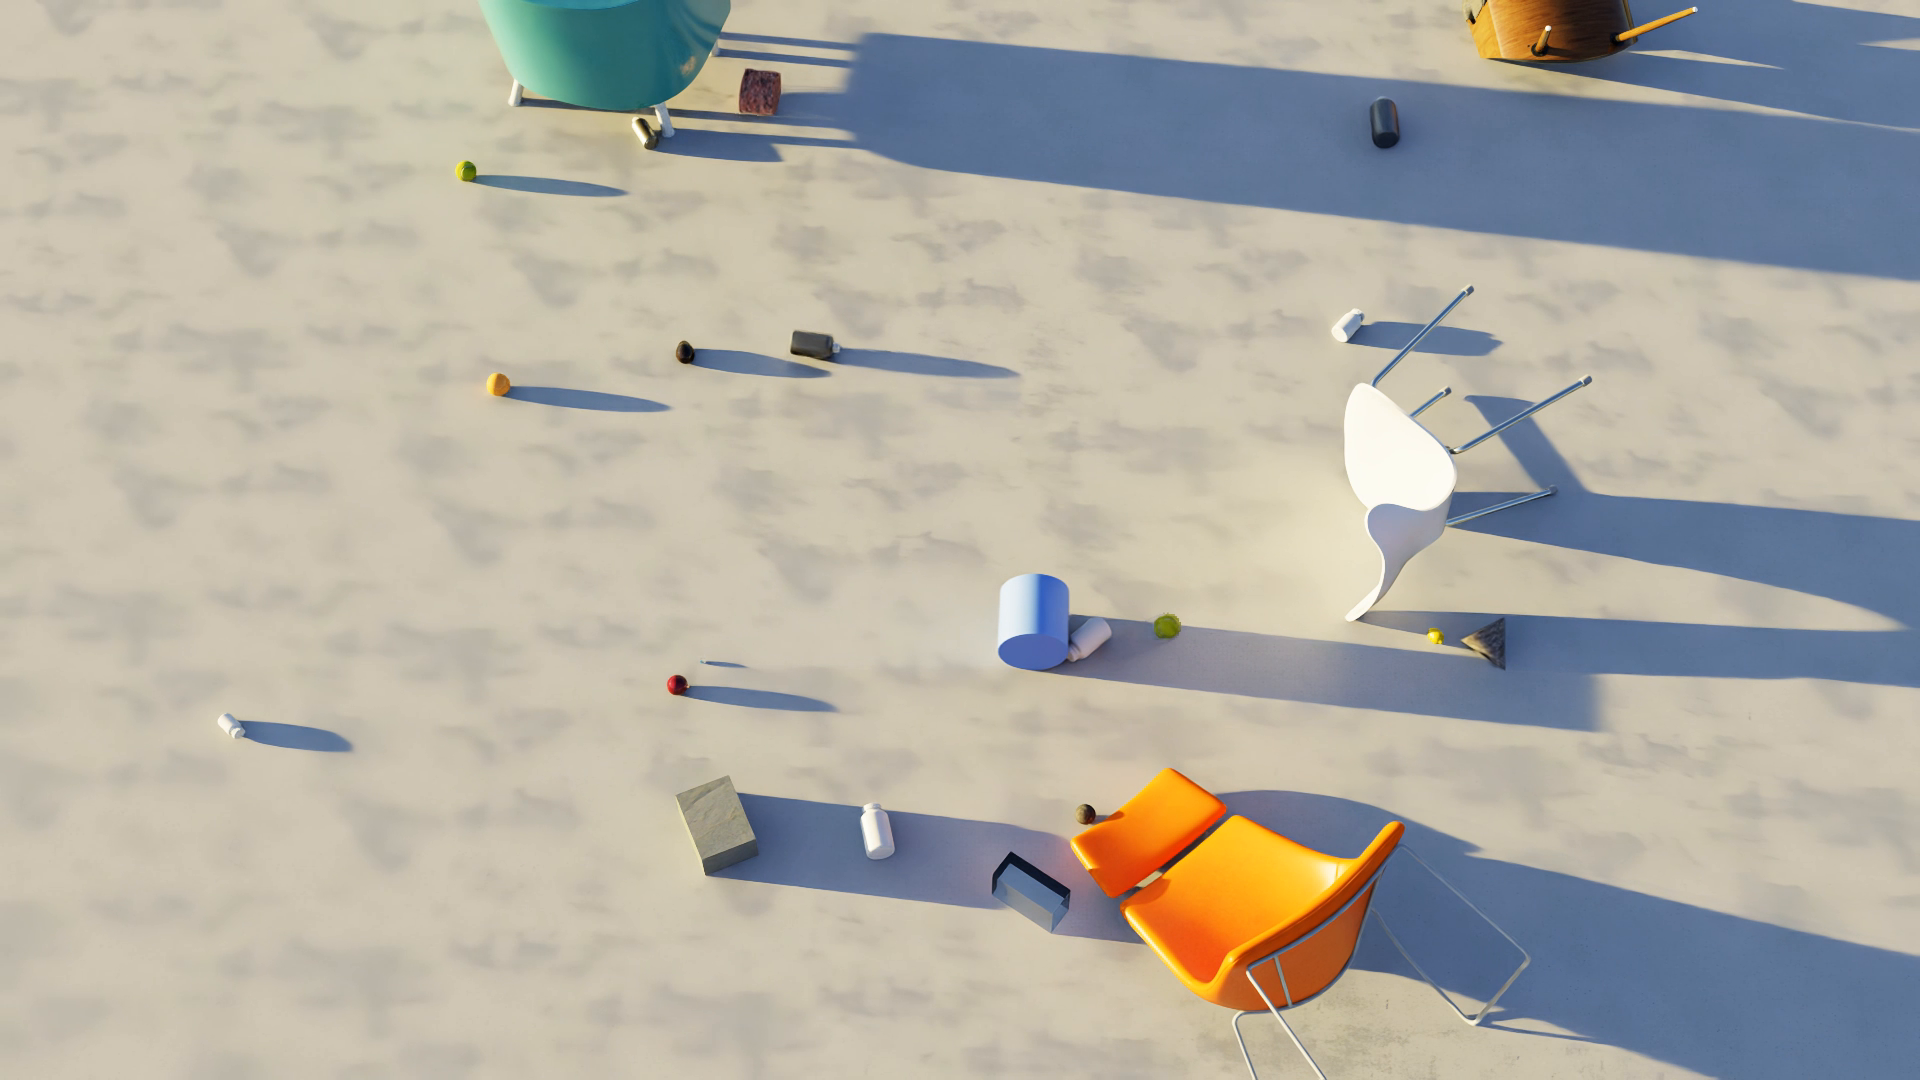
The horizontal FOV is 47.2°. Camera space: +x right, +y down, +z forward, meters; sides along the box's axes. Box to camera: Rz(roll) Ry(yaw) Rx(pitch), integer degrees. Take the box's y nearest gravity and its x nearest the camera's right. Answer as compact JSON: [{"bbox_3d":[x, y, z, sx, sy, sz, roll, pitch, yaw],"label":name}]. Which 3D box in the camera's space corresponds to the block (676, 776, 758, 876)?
[{"bbox_3d":[-0.662,0.777,5.992,0.155,0.100,0.211,-20,58,-13],"label":"block"}]

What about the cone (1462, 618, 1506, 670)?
[{"bbox_3d":[1.537,0.316,6.329,0.144,0.120,0.136,-27,84,-8],"label":"cone"}]

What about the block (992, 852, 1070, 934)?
[{"bbox_3d":[0.189,0.940,5.868,0.194,0.125,0.085,31,61,19],"label":"block"}]

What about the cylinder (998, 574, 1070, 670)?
[{"bbox_3d":[0.211,0.235,6.296,0.196,0.204,0.201,28,49,-32],"label":"cylinder"}]

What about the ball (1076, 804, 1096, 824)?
[{"bbox_3d":[0.344,0.753,6.034,0.057,0.057,0.057,0,56,0],"label":"ball"}]
